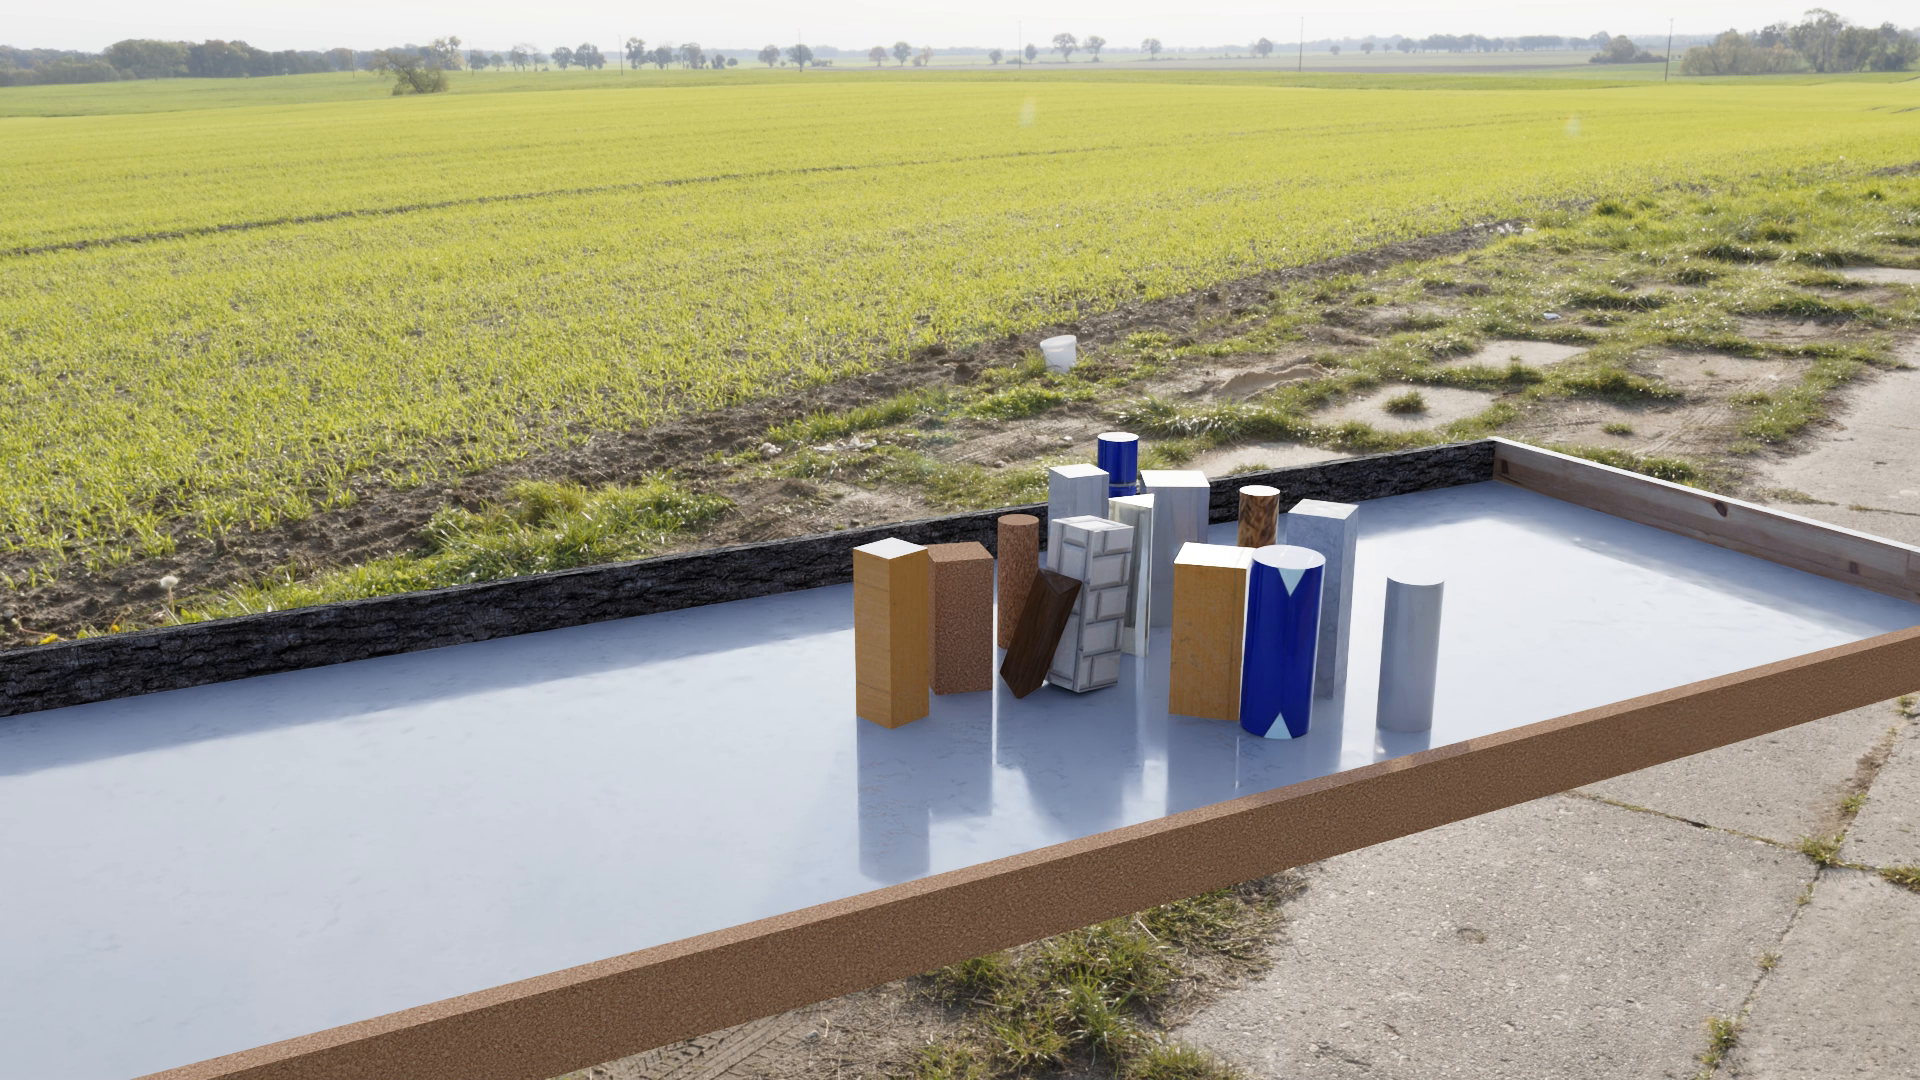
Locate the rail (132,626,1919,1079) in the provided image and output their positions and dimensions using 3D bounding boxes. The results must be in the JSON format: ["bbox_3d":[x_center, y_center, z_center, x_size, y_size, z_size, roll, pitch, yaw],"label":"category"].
[{"bbox_3d":[-2.336,1.006,1.665,12.000,0.150,0.050,-9,18,-27],"label":"rail"}]

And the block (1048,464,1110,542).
[{"bbox_3d":[0.327,0.008,4.592,0.123,0.415,0.123,-7,18,-22],"label":"block"}]

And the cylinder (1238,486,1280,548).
[{"bbox_3d":[0.773,0.081,4.312,0.101,0.433,0.101,0,16,0],"label":"cylinder"}]

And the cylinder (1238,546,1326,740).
[{"bbox_3d":[0.741,0.235,3.805,0.165,0.416,0.165,1,19,0],"label":"cylinder"}]

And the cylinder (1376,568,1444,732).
[{"bbox_3d":[1.047,0.257,3.841,0.130,0.361,0.130,0,16,0],"label":"cylinder"}]

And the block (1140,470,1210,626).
[{"bbox_3d":[0.587,0.023,4.571,0.171,0.399,0.171,0,16,1],"label":"block"}]

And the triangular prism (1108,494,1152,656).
[{"bbox_3d":[0.470,0.088,4.335,0.128,0.407,0.111,13,21,37],"label":"triangular prism"}]

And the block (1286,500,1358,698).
[{"bbox_3d":[0.882,0.143,4.063,0.138,0.455,0.138,8,18,25],"label":"block"}]

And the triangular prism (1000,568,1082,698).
[{"bbox_3d":[0.182,0.221,4.021,0.095,0.312,0.110,32,30,24],"label":"triangular prism"}]

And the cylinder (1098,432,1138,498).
[{"bbox_3d":[0.455,-0.078,4.811,0.116,0.456,0.116,0,16,0],"label":"cylinder"}]

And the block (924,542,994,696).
[{"bbox_3d":[-0.007,0.193,4.093,0.146,0.342,0.146,-4,17,-13],"label":"block"}]

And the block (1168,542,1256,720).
[{"bbox_3d":[0.602,0.217,3.944,0.167,0.378,0.167,5,17,16],"label":"block"}]

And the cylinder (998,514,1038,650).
[{"bbox_3d":[0.153,0.112,4.361,0.108,0.345,0.108,0,16,0],"label":"cylinder"}]

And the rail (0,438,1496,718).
[{"bbox_3d":[-3.305,0.497,3.399,12.000,0.150,0.050,-9,18,-27],"label":"rail"}]

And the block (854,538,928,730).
[{"bbox_3d":[-0.161,0.218,3.874,0.123,0.416,0.123,16,22,42],"label":"block"}]

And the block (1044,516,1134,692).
[{"bbox_3d":[0.309,0.156,4.087,0.144,0.403,0.144,-7,16,-44],"label":"block"}]

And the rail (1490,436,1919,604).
[{"bbox_3d":[2.466,-0.048,5.253,0.050,0.150,2.100,-9,18,-27],"label":"rail"}]
